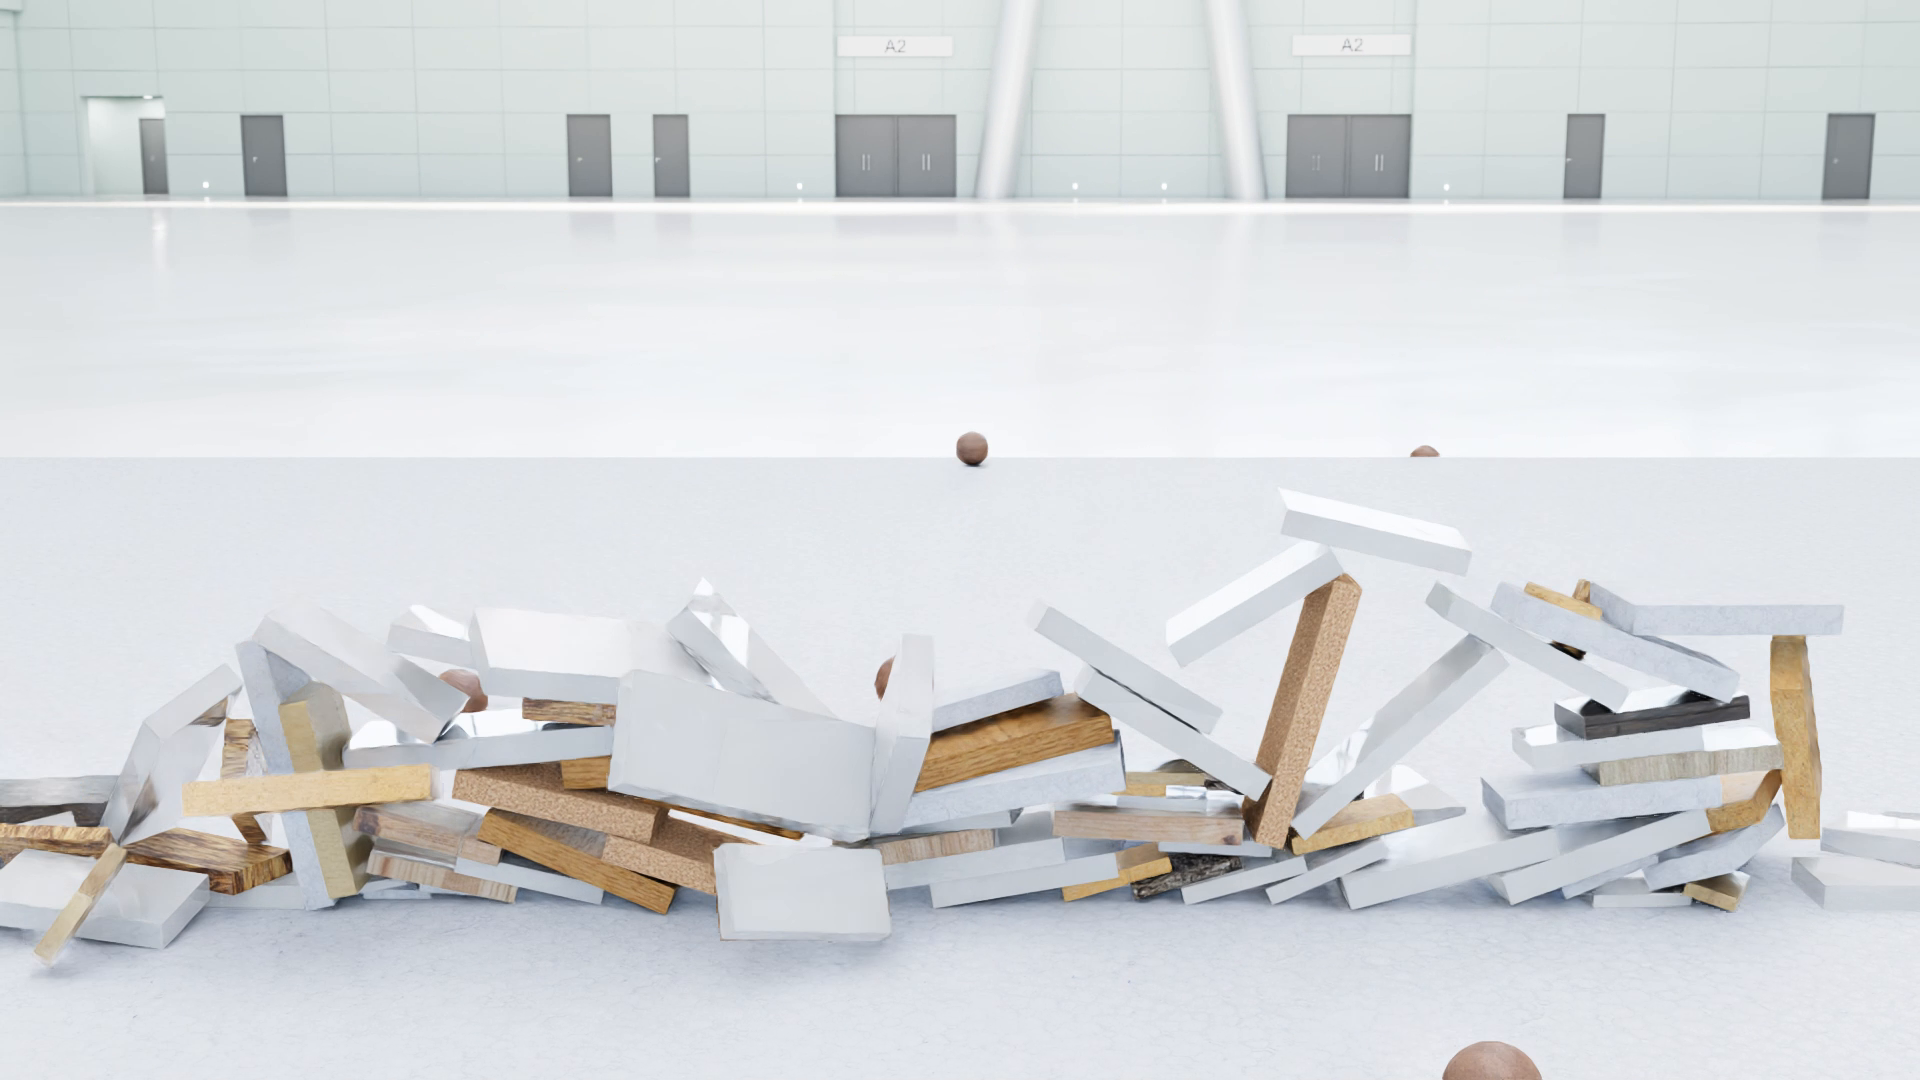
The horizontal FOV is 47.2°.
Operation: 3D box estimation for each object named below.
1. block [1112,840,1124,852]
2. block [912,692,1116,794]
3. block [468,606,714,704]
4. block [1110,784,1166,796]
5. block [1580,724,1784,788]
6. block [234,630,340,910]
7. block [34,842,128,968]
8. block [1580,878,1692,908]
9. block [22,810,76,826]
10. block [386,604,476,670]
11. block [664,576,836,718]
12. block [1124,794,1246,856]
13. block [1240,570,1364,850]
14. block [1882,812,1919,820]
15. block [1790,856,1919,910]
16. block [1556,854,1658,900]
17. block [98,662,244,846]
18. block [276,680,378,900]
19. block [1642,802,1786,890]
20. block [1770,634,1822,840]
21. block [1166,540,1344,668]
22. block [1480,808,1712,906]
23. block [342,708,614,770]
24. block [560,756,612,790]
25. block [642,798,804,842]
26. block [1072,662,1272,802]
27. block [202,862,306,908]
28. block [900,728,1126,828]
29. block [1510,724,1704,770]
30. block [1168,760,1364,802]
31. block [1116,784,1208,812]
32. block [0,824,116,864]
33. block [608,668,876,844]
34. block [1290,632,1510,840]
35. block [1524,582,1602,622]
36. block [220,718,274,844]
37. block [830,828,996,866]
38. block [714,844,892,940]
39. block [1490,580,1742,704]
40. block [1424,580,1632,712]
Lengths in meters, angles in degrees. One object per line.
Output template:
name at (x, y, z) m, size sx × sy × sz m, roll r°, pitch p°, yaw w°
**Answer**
block at (0.423, 0.513, 3.958) m, size 0.330 × 0.047 × 0.165 m, roll -1°, pitch 11°, yaw -6°
block at (0.066, 0.330, 3.619) m, size 0.342 × 0.048 × 0.171 m, roll -13°, pitch 12°, yaw -10°
block at (-0.587, 0.188, 3.491) m, size 0.357 × 0.051 × 0.179 m, roll 6°, pitch 27°, yaw -25°
block at (0.263, 0.400, 3.629) m, size 0.147 × 0.021 × 0.073 m, roll 3°, pitch 11°, yaw -2°
block at (1.183, 0.354, 3.619) m, size 0.293 × 0.041 × 0.146 m, roll -6°, pitch 7°, yaw 3°
block at (-1.087, 0.366, 3.628) m, size 0.047 × 0.455 × 0.165 m, roll -11°, pitch 10°, yaw 4°
block at (-1.334, 0.554, 3.337) m, size 0.027 × 0.192 × 0.096 m, roll 34°, pitch -25°, yaw -9°
block at (1.115, 0.584, 3.640) m, size 0.164 × 0.023 × 0.082 m, roll -1°, pitch 11°, yaw -4°
block at (-1.697, 0.532, 3.718) m, size 0.152 × 0.043 × 0.352 m, roll -19°, pitch -4°, yaw 40°
block at (-0.759, 0.176, 3.591) m, size 0.315 × 0.045 × 0.158 m, roll 13°, pitch 9°, yaw -2°
block at (-0.294, 0.264, 3.596) m, size 0.051 × 0.457 × 0.179 m, roll -41°, pitch 9°, yaw 11°
block at (0.442, 0.501, 3.846) m, size 0.310 × 0.038 × 0.134 m, roll 3°, pitch 35°, yaw 0°
block at (0.557, 0.269, 3.610) m, size 0.047 × 0.447 × 0.166 m, roll 15°, pitch 9°, yaw -4°
block at (1.766, 0.514, 3.843) m, size 0.293 × 0.042 × 0.147 m, roll 1°, pitch 1°, yaw 30°
block at (1.829, 0.571, 3.659) m, size 0.837 × 0.042 × 0.147 m, roll 0°, pitch 11°, yaw 0°
block at (1.062, 0.543, 3.637) m, size 0.164 × 0.023 × 0.082 m, roll -23°, pitch 5°, yaw 2°
block at (-1.300, 0.380, 3.582) m, size 0.157 × 0.045 × 0.594 m, roll -42°, pitch -2°, yaw -40°
block at (-1.032, 0.405, 3.620) m, size 0.047 × 0.329 × 0.165 m, roll -11°, pitch 10°, yaw 4°
block at (1.265, 0.511, 3.683) m, size 0.146 × 0.041 × 0.293 m, roll -22°, pitch -5°, yaw 37°
block at (1.409, 0.319, 3.704) m, size 0.050 × 0.352 × 0.176 m, roll -3°, pitch 39°, yaw 25°
block at (0.479, 0.094, 3.591) m, size 0.304 × 0.043 × 0.152 m, roll -32°, pitch 9°, yaw 11°
block at (1.044, 0.501, 3.651) m, size 0.347 × 0.049 × 0.174 m, roll -20°, pitch 7°, yaw -1°
block at (-0.770, 0.327, 3.635) m, size 0.454 × 0.050 × 0.177 m, roll -5°, pitch 10°, yaw -1°
block at (-0.458, 0.353, 3.622) m, size 0.354 × 0.050 × 0.177 m, roll -4°, pitch 9°, yaw 8°
block at (-0.378, 0.429, 3.638) m, size 0.266 × 0.038 × 0.133 m, roll 14°, pitch 11°, yaw 3°
block at (0.344, 0.312, 3.612) m, size 0.333 × 0.047 × 0.167 m, roll 31°, pitch 1°, yaw -3°
block at (-1.204, 0.572, 3.665) m, size 0.265 × 0.038 × 0.133 m, roll 0°, pitch 11°, yaw 2°
block at (0.072, 0.389, 3.579) m, size 0.391 × 0.048 × 0.171 m, roll -10°, pitch 12°, yaw 6°
block at (1.062, 0.328, 3.618) m, size 0.275 × 0.039 × 0.138 m, roll -7°, pitch 7°, yaw 1°
block at (0.555, 0.451, 4.029) m, size 0.330 × 0.047 × 0.165 m, roll 5°, pitch 11°, yaw 28°
block at (0.333, 0.424, 3.629) m, size 0.147 × 0.021 × 0.073 m, roll 3°, pitch 11°, yaw 3°
block at (-1.476, 0.510, 3.603) m, size 0.192 × 0.096 × 0.027 m, roll 1°, pitch 42°, yaw 6°
block at (-0.330, 0.337, 3.400) m, size 0.426 × 0.179 × 0.051 m, roll 17°, pitch -27°, yaw -30°
block at (0.708, 0.319, 3.619) m, size 0.436 × 0.039 × 0.138 m, roll -42°, pitch 8°, yaw 5°
block at (0.981, 0.099, 3.579) m, size 0.124 × 0.018 × 0.062 m, roll 22°, pitch 8°, yaw 12°
block at (-1.163, 0.396, 3.598) m, size 0.038 × 0.133 × 0.265 m, roll 1°, pitch -23°, yaw -7°
block at (-0.076, 0.492, 3.640) m, size 0.266 × 0.038 × 0.133 m, roll -9°, pitch 10°, yaw 4°
block at (-0.237, 0.532, 3.315) m, size 0.267 × 0.134 × 0.038 m, roll 7°, pitch -30°, yaw -31°
block at (1.066, 0.164, 3.594) m, size 0.371 × 0.050 × 0.176 m, roll 20°, pitch 8°, yaw -1°
block at (0.926, 0.172, 3.598) m, size 0.324 × 0.043 × 0.152 m, roll 28°, pitch 7°, yaw -4°
